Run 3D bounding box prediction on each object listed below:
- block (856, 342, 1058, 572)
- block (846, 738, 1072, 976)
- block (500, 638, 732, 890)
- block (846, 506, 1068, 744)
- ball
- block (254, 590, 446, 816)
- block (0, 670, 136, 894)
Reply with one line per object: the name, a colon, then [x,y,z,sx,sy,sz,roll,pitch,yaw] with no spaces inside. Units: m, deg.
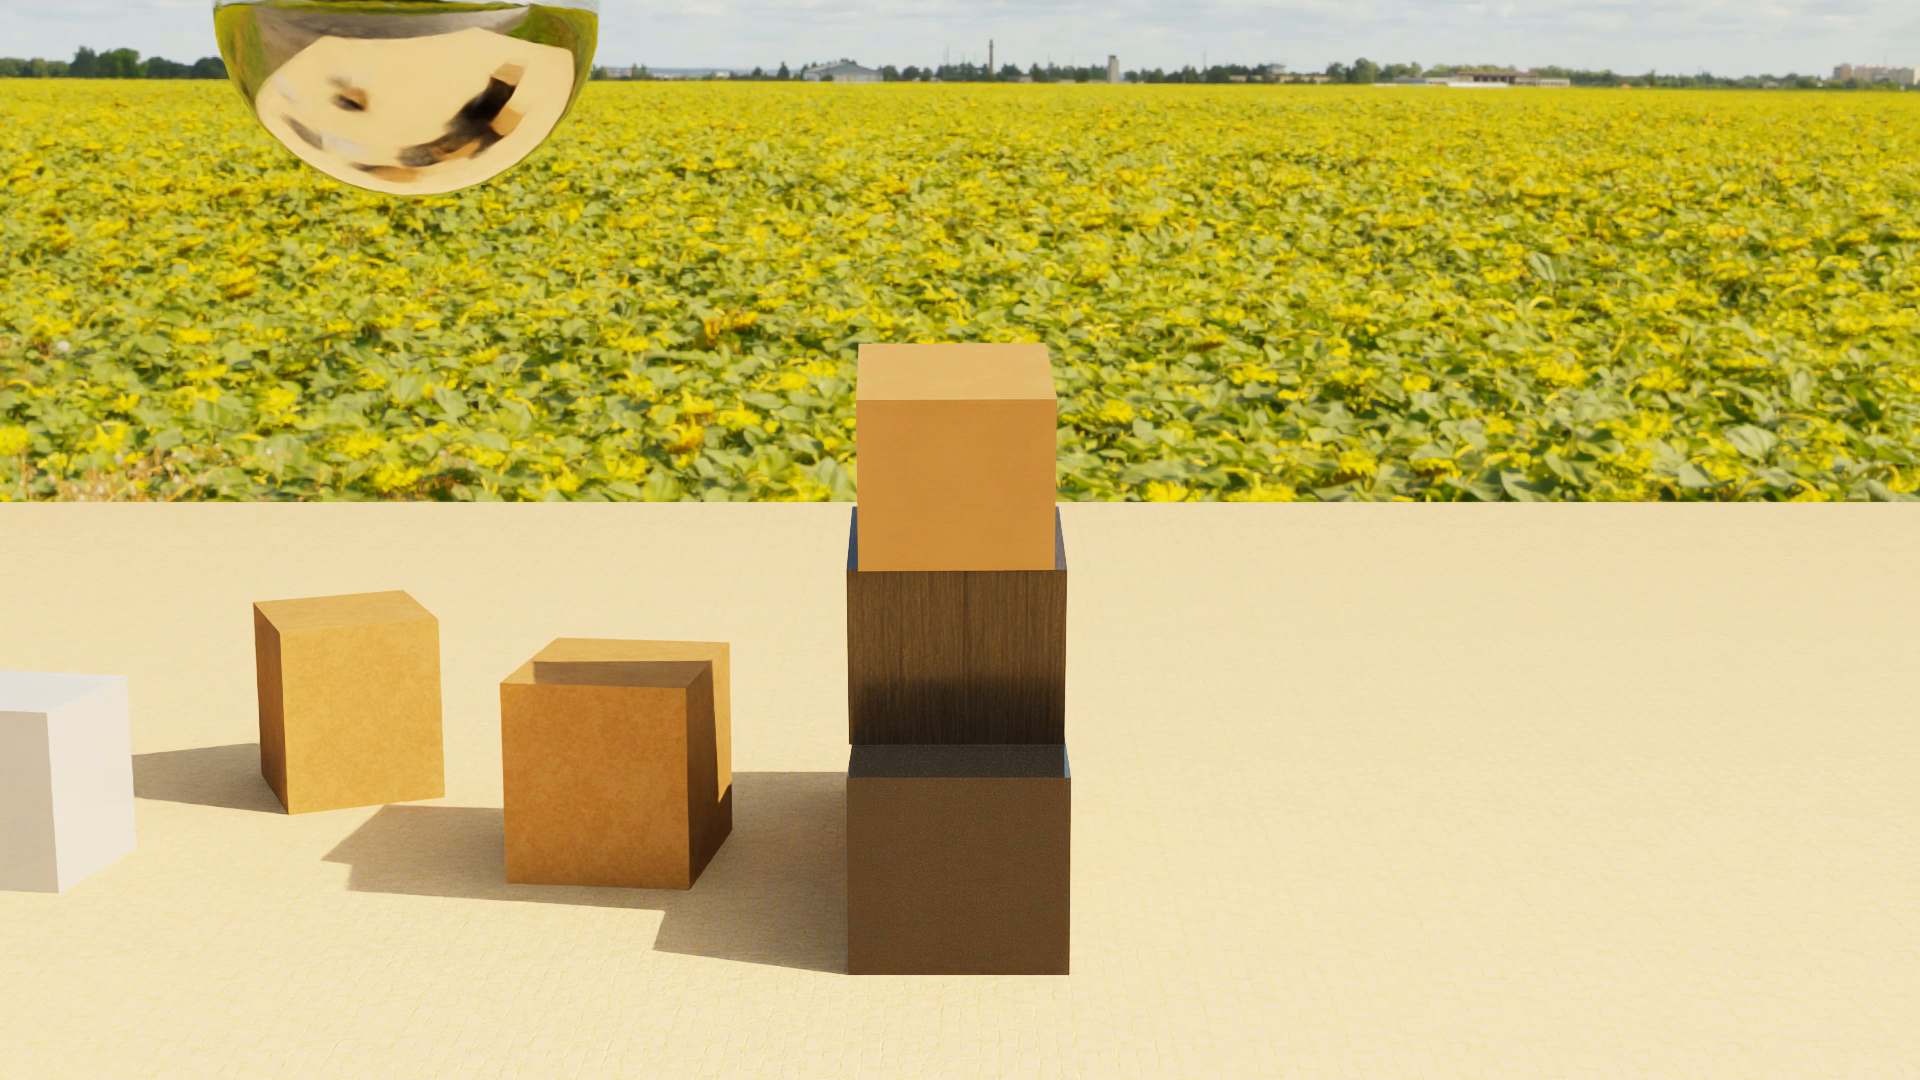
block: [-0.023,-0.350,10.461,0.782,0.710,0.812,0,20,-1]
block: [-0.004,1.241,10.487,0.874,0.807,0.893,0,10,0]
block: [-1.531,0.991,11.588,0.821,0.904,0.916,1,10,7]
block: [-0.016,0.345,10.703,0.881,0.761,0.775,0,20,0]
ball: [-2.315,-2.249,10.771,1.600,1.600,1.600,0,10,0]
block: [-3.037,0.788,12.735,0.755,0.894,0.794,-5,11,-24]
block: [-4.227,1.063,11.457,0.772,0.808,0.698,2,10,10]
